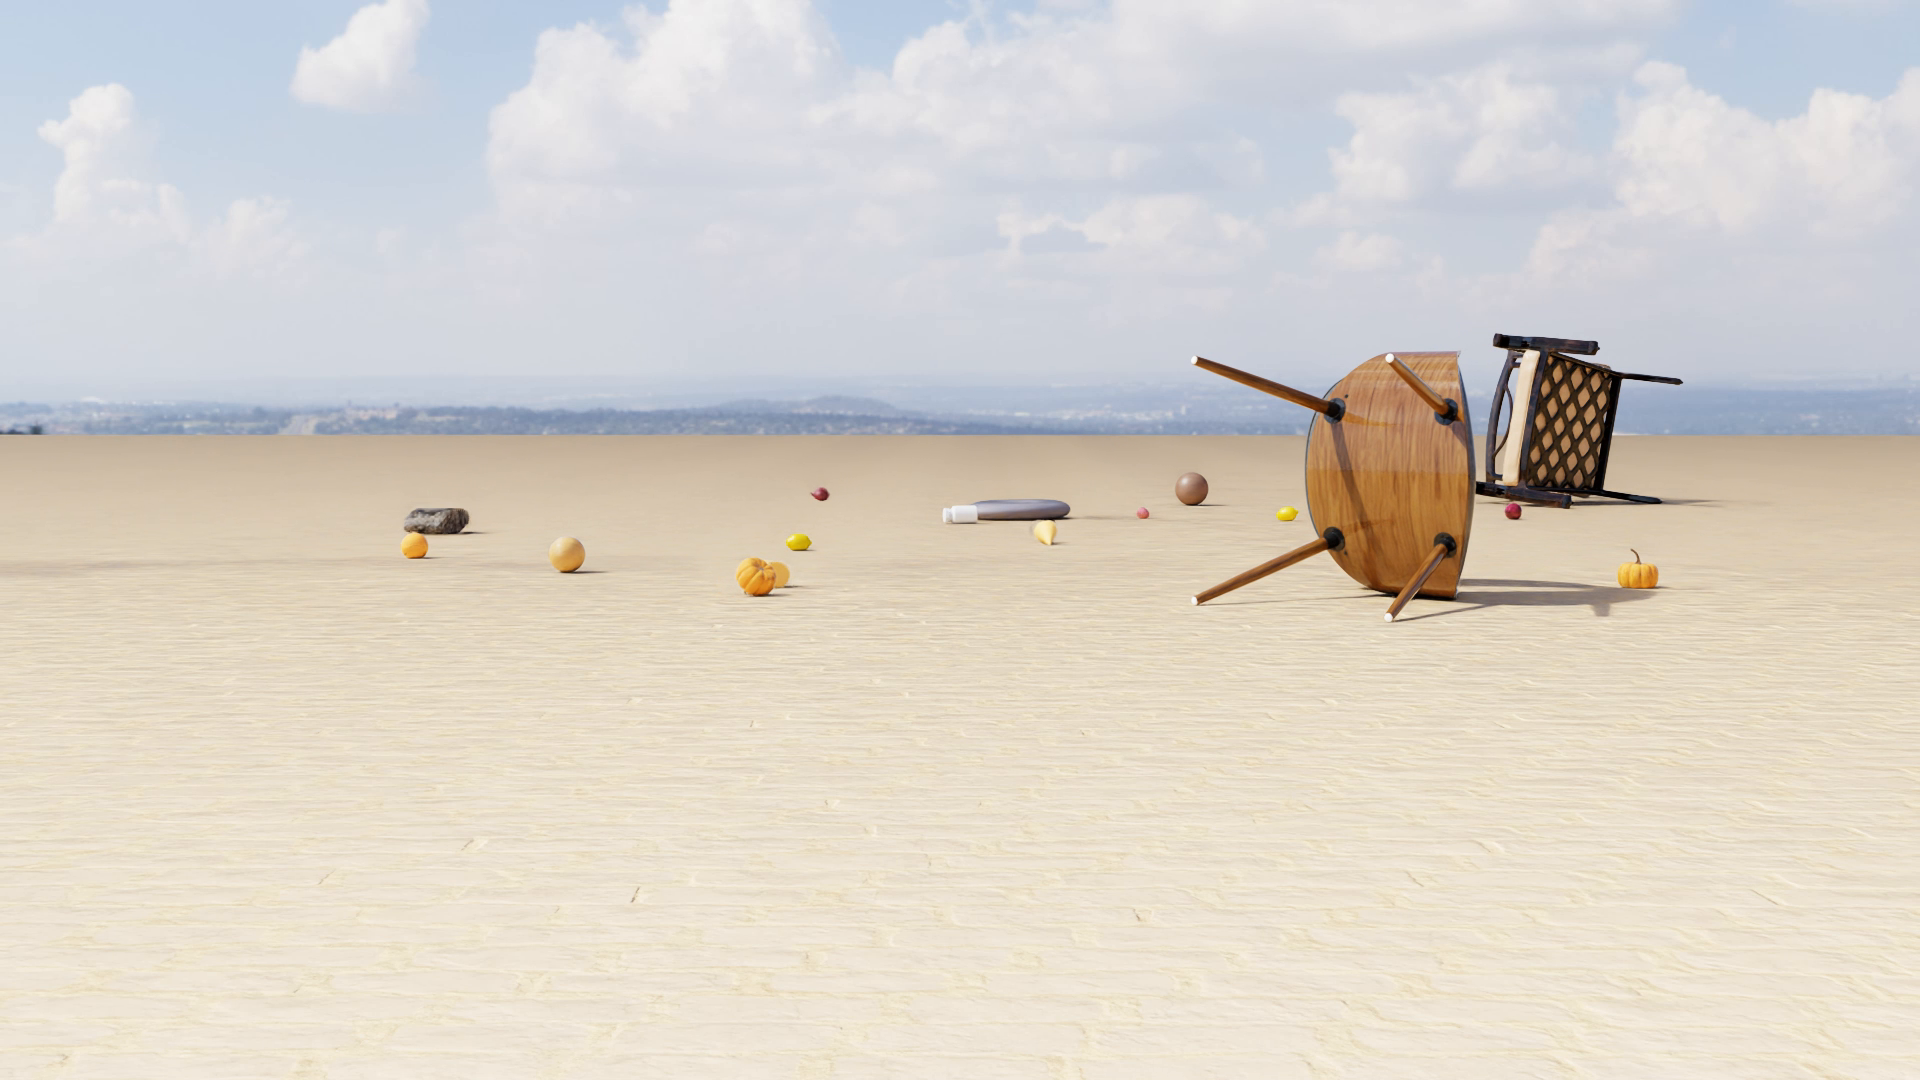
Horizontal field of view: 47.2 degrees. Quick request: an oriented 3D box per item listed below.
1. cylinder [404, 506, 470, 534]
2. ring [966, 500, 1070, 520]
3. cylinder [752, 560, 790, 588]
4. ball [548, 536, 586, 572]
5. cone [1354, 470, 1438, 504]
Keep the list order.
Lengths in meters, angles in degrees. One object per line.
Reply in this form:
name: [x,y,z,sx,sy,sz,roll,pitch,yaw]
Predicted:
cylinder: [-1.626,-0.059,6.836,0.130,0.076,0.170,3,14,19]
ring: [0.203,-0.104,7.623,0.379,0.062,0.283,-2,5,-25]
cylinder: [-0.429,0.077,4.986,0.074,0.060,0.050,-7,7,-28]
ball: [-0.962,0.035,5.381,0.090,0.090,0.090,0,4,0]
cone: [1.664,-0.172,8.570,0.311,0.130,0.264,-13,16,-13]
